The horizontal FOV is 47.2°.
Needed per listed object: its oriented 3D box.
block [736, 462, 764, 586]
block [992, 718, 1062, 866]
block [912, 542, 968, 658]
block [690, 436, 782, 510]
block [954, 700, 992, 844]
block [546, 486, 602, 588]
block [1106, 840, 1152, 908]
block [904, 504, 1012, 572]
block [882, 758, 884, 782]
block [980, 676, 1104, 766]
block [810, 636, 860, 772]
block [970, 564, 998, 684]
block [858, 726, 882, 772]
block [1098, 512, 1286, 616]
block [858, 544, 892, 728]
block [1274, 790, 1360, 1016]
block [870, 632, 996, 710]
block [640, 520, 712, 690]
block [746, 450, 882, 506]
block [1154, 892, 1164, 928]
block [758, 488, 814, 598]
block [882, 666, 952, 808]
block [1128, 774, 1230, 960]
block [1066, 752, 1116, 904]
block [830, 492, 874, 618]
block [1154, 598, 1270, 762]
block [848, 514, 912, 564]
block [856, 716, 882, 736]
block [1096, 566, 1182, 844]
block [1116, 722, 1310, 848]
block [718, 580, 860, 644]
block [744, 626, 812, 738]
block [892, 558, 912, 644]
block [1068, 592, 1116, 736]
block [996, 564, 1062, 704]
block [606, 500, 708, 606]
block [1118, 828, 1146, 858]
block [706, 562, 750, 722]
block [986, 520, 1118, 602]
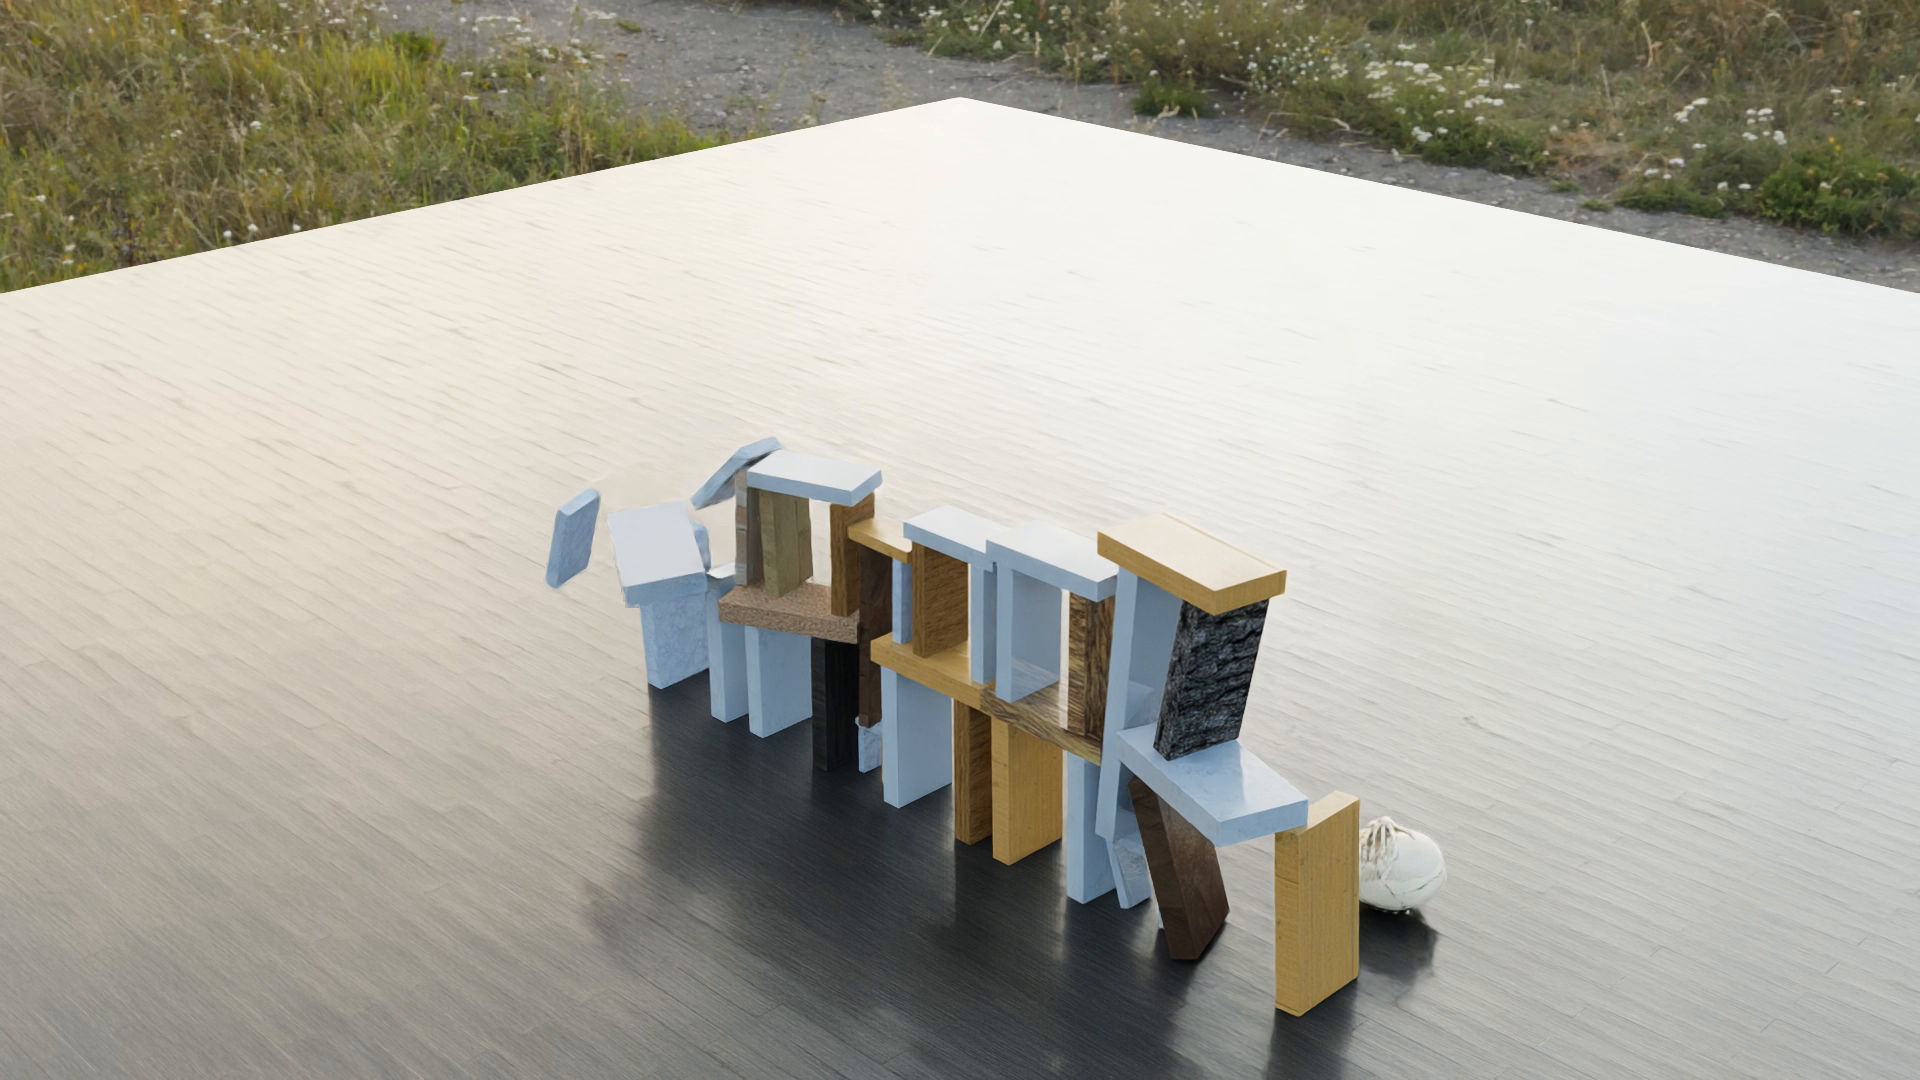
[{"bbox_3d":[-0.425,-0.038,4.616,0.030,0.247,0.104,13,20,33],"label":"block"},{"bbox_3d":[0.132,0.463,4.276,0.153,0.307,0.043,-21,30,-41],"label":"block"},{"bbox_3d":[-0.039,0.100,4.315,0.034,0.241,0.121,21,31,41],"label":"block"},{"bbox_3d":[-0.474,-0.140,4.643,0.104,0.209,0.030,-22,76,-50],"label":"block"},{"bbox_3d":[0.058,0.433,4.345,0.044,0.308,0.154,21,31,41],"label":"block"},{"bbox_3d":[-0.810,-0.004,4.603,0.030,0.209,0.104,32,42,16],"label":"block"},{"bbox_3d":[0.318,0.614,4.135,0.070,0.140,0.020,-22,13,-41],"label":"block"},{"bbox_3d":[0.018,-0.004,4.209,0.241,0.034,0.121,21,31,41],"label":"block"},{"bbox_3d":[-0.138,0.450,4.566,0.015,0.105,0.053,21,31,41],"label":"block"},{"bbox_3d":[0.201,0.328,4.143,0.307,0.043,0.153,21,31,41],"label":"block"},{"bbox_3d":[-0.238,0.315,4.618,0.044,0.311,0.156,22,32,40],"label":"block"},{"bbox_3d":[0.075,0.145,4.210,0.121,0.241,0.034,-21,31,-41],"label":"block"},{"bbox_3d":[-0.188,0.430,4.611,0.015,0.105,0.053,21,31,41],"label":"block"},{"bbox_3d":[0.395,0.037,3.775,0.158,0.045,0.315,-15,27,-31],"label":"block"},{"bbox_3d":[-0.167,0.184,4.493,0.025,0.411,0.090,17,28,32],"label":"block"},{"bbox_3d":[0.621,0.631,3.820,0.176,0.352,0.050,-21,27,-41],"label":"block"},{"bbox_3d":[-0.015,0.243,4.344,0.308,0.044,0.154,21,31,41],"label":"block"},{"bbox_3d":[-0.638,0.146,4.965,0.172,0.345,0.049,-24,32,-39],"label":"block"},{"bbox_3d":[-0.296,-0.127,4.467,0.246,0.035,0.123,11,28,26],"label":"block"},{"bbox_3d":[0.390,0.641,4.068,0.070,0.140,0.020,-22,20,-41],"label":"block"},{"bbox_3d":[-0.360,-0.017,4.566,0.035,0.246,0.123,14,30,29],"label":"block"},{"bbox_3d":[-0.087,0.377,4.479,0.154,0.308,0.044,-21,30,-41],"label":"block"},{"bbox_3d":[0.400,0.560,3.989,0.050,0.352,0.176,-6,18,30],"label":"block"},{"bbox_3d":[0.272,0.518,4.146,0.153,0.307,0.043,-19,29,-38],"label":"block"},{"bbox_3d":[-0.218,0.021,4.483,0.035,0.246,0.123,11,26,24],"label":"block"},{"bbox_3d":[0.433,0.226,3.793,0.158,0.315,0.045,-14,39,-30],"label":"block"},{"bbox_3d":[-0.130,-0.002,4.370,0.090,0.025,0.180,-20,30,-38],"label":"block"},{"bbox_3d":[-0.163,0.385,4.565,0.105,0.015,0.053,21,30,40],"label":"block"},{"bbox_3d":[0.334,0.278,3.982,0.158,0.556,0.045,-22,35,-40],"label":"block"},{"bbox_3d":[0.433,0.412,3.823,0.176,0.050,0.352,-11,25,-23],"label":"block"},{"bbox_3d":[-0.327,0.141,4.572,0.311,0.044,0.156,9,25,19],"label":"block"},{"bbox_3d":[-0.386,0.257,4.753,0.156,0.311,0.044,-22,32,-40],"label":"block"},{"bbox_3d":[-0.093,0.109,4.372,0.090,0.180,0.025,-21,32,-41],"label":"block"},{"bbox_3d":[0.259,0.206,4.023,0.039,0.275,0.138,21,31,41],"label":"block"},{"bbox_3d":[0.131,0.156,4.141,0.039,0.275,0.138,22,31,40],"label":"block"},{"bbox_3d":[-0.658,0.025,4.764,0.172,0.049,0.345,-11,29,-10],"label":"block"},{"bbox_3d":[0.332,0.549,4.082,0.070,0.020,0.140,-19,28,-37],"label":"block"},{"bbox_3d":[-0.469,0.212,4.820,0.172,0.345,0.049,-21,31,-40],"label":"block"},{"bbox_3d":[0.194,0.035,4.022,0.275,0.039,0.138,21,31,40],"label":"block"}]
